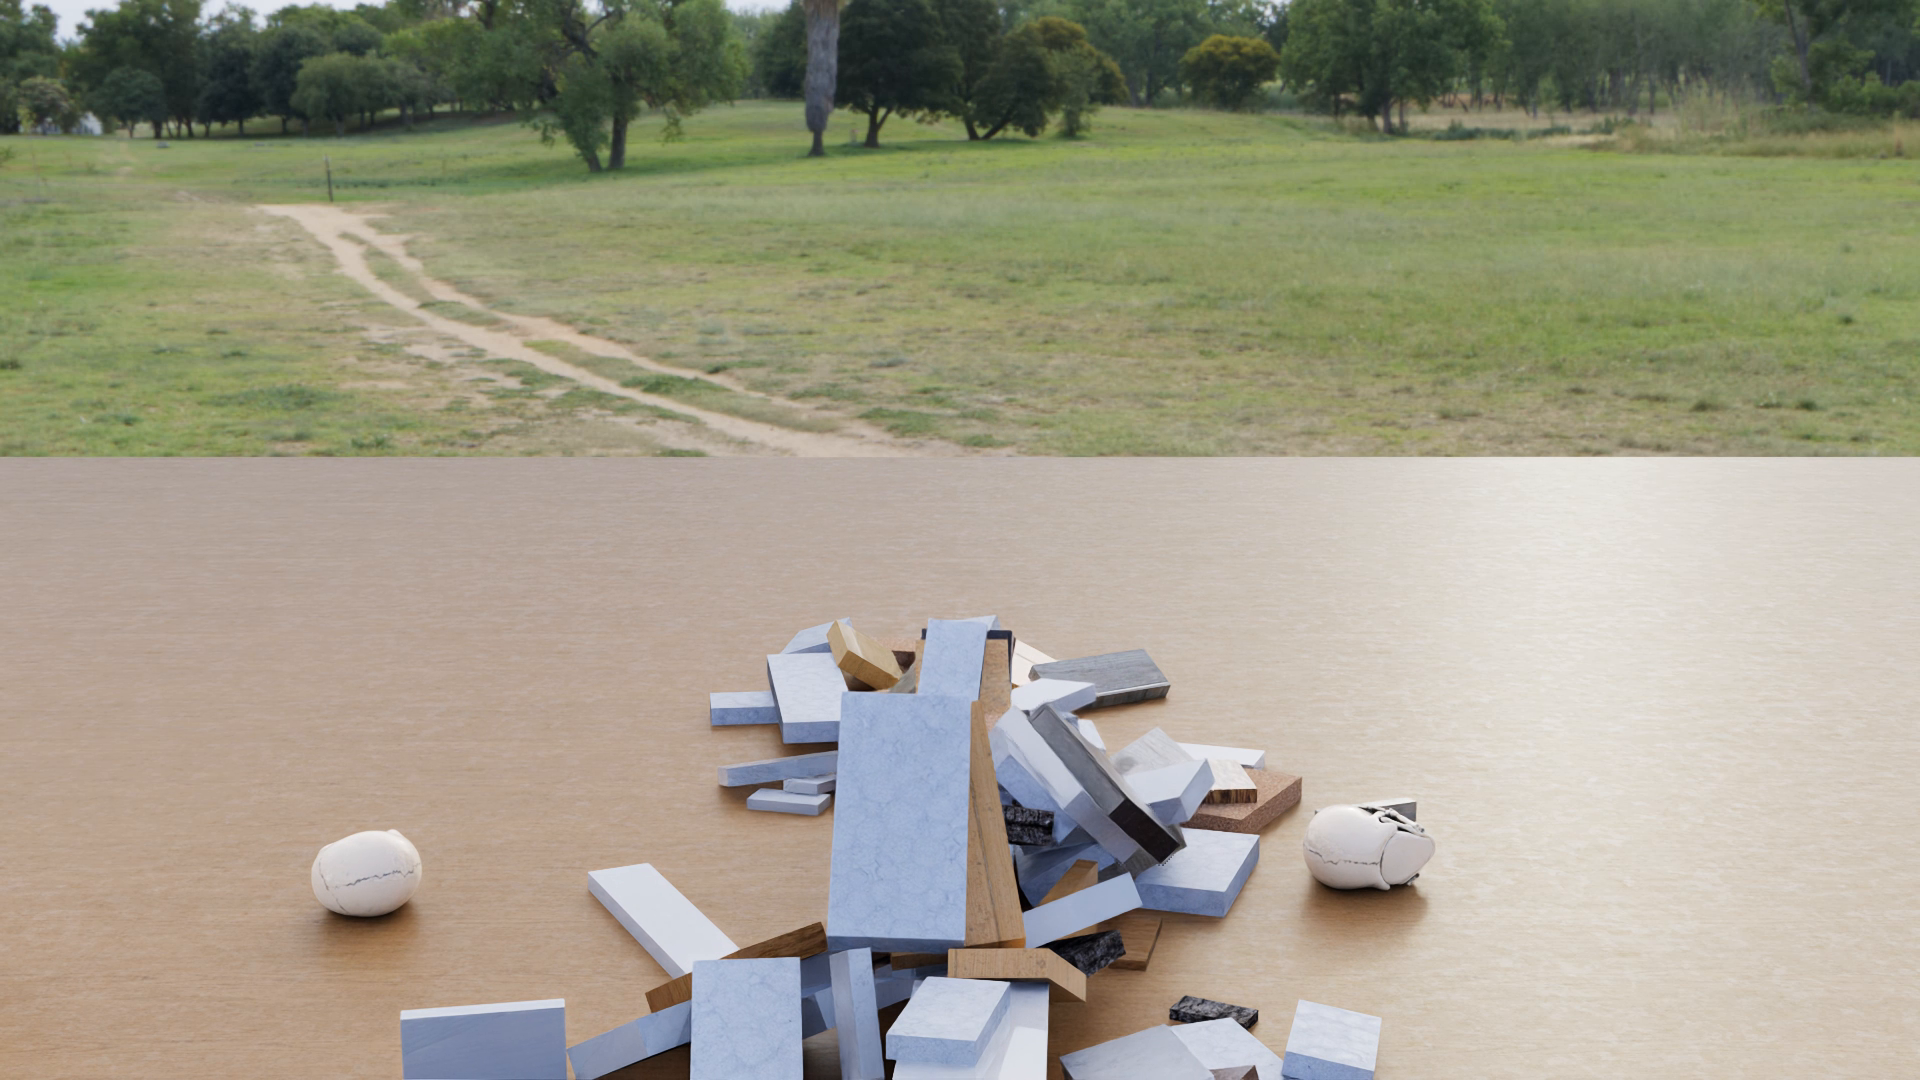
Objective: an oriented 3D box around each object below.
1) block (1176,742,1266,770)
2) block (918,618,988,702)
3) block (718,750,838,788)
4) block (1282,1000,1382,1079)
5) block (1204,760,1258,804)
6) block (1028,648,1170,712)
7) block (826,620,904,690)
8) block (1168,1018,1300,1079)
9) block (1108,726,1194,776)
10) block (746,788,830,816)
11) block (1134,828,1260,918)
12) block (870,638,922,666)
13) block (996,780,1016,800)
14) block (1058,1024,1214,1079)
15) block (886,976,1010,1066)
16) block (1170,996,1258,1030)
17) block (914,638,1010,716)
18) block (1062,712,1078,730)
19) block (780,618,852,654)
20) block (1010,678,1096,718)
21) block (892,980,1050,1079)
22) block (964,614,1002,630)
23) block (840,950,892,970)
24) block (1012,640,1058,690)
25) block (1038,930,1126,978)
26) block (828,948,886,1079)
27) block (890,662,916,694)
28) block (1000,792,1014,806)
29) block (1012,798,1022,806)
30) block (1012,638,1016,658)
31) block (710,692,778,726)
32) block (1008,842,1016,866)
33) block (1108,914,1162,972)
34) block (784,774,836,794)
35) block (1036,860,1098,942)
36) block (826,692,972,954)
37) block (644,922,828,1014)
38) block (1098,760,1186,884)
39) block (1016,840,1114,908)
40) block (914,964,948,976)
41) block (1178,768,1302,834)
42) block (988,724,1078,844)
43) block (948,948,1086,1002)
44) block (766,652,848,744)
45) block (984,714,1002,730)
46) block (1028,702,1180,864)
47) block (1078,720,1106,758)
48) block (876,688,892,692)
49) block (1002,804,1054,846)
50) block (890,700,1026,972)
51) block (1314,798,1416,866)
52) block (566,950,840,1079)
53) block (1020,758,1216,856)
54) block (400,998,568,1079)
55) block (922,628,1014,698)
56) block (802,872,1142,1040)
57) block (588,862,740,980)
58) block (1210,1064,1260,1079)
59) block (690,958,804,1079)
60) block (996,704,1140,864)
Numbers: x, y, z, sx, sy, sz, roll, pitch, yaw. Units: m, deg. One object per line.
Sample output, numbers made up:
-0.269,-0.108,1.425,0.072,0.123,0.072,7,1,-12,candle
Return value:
0.490,0.440,4.392,0.219,0.031,0.109,4,11,19,block
-0.014,0.235,4.007,0.109,0.031,0.219,4,43,4,block
-0.338,0.442,4.258,0.245,0.035,0.122,-6,-2,-15,block
0.505,0.683,2.974,0.116,0.033,0.232,11,7,12,block
0.488,0.450,4.108,0.095,0.027,0.191,-1,11,-4,block
0.311,0.314,4.903,0.304,0.035,0.122,-6,43,-31,block
-0.216,0.273,5.041,0.158,0.045,0.316,31,5,-12,block
0.372,0.712,2.924,0.116,0.033,0.288,-4,11,-19,block
0.353,0.441,4.116,0.153,0.043,0.305,-32,11,-3,block
-0.322,0.492,4.139,0.141,0.020,0.071,3,11,16,block
0.403,0.558,3.720,0.153,0.043,0.305,3,11,18,block
-0.148,0.269,5.294,0.264,0.037,0.132,1,11,6,block
-0.003,0.411,3.715,0.103,0.029,0.206,14,-11,-34,block
0.224,0.686,2.784,0.149,0.042,0.299,-16,1,-6,block
-0.012,0.572,2.622,0.105,0.030,0.211,2,7,12,block
0.363,0.679,3.146,0.113,0.016,0.057,6,12,28,block
0.006,0.320,3.975,0.172,0.049,0.344,-1,43,-1,block
0.072,0.355,4.398,0.178,0.050,0.356,-6,9,-26,block
-0.345,0.249,5.303,0.132,0.037,0.264,-16,8,10,block
0.149,0.320,4.326,0.124,0.035,0.268,3,10,31,block
0.019,0.609,2.638,0.172,0.049,0.345,0,7,3,block
0.000,0.263,5.001,0.122,0.035,0.245,-9,31,25,block
-0.100,0.585,3.136,0.140,0.040,0.281,-19,-15,-9,block
0.100,0.287,5.058,0.178,0.050,0.407,-6,18,-31,block
0.095,0.617,3.174,0.259,0.037,0.130,-17,-2,33,block
-0.129,0.631,2.803,0.030,0.211,0.105,-3,-13,-17,block
-0.086,0.288,4.501,0.031,0.219,0.109,35,21,-14,block
-0.004,0.427,3.621,0.103,0.029,0.356,9,-9,-11,block
0.123,0.470,4.221,0.248,0.035,0.124,9,14,40,block
0.002,0.330,4.223,0.158,0.316,0.045,-1,-22,30,block
-0.410,0.363,4.787,0.264,0.037,0.132,-1,11,-7,block
-0.003,0.453,3.186,0.162,0.046,0.324,7,-7,3,block
0.275,0.627,3.428,0.057,0.016,0.197,2,11,12,block
-0.275,0.467,4.217,0.071,0.020,0.141,3,2,22,block
0.165,0.584,3.383,0.033,0.116,0.232,4,11,18,block
-0.078,0.371,2.918,0.176,0.353,0.050,2,-32,0,block
-0.315,0.606,3.088,0.140,0.040,0.281,-13,-13,-39,block
0.282,0.496,3.802,0.178,0.050,0.356,-31,10,5,block
0.172,0.517,3.743,0.155,0.044,0.310,-30,10,4,block
-0.028,0.442,2.985,0.130,0.283,0.037,-11,-31,-8,block
0.509,0.489,4.094,0.153,0.043,0.307,6,12,29,block
0.111,0.388,3.570,0.044,0.155,0.324,-44,4,2,block
0.078,0.575,2.896,0.130,0.037,0.259,-3,-19,13,block
-0.321,0.334,4.726,0.153,0.043,0.590,-2,11,-8,block
0.024,0.354,3.821,0.103,0.029,0.206,6,19,7,block
0.226,0.384,3.506,0.149,0.042,0.299,44,2,-35,block
0.201,0.408,4.433,0.153,0.043,0.307,4,6,-2,block
-0.077,0.369,4.635,0.158,0.045,0.316,-8,13,-37,block
0.011,0.440,3.436,0.176,0.050,0.480,9,-9,-8,block
-0.030,0.394,2.964,0.176,0.353,0.050,-7,-32,-6,block
0.708,0.510,3.841,0.191,0.095,0.027,-4,11,-22,block
-0.340,0.648,3.001,0.354,0.050,0.177,-11,-15,-45,block
0.257,0.442,3.644,0.305,0.043,0.153,-16,11,28,block
-0.632,0.674,2.926,0.212,0.106,0.030,-2,11,-11,block
0.007,0.340,4.137,0.172,0.344,0.049,1,-20,5,block
-0.002,0.582,3.059,0.513,0.050,0.177,-16,-12,-30,block
-0.460,0.611,3.476,0.106,0.030,0.533,-5,12,-26,block
0.245,0.726,2.699,0.149,0.042,0.299,-15,1,31,block
-0.271,0.659,2.799,0.140,0.040,0.281,-1,42,-5,block
0.173,0.390,3.542,0.155,0.044,0.310,44,2,-28,block
